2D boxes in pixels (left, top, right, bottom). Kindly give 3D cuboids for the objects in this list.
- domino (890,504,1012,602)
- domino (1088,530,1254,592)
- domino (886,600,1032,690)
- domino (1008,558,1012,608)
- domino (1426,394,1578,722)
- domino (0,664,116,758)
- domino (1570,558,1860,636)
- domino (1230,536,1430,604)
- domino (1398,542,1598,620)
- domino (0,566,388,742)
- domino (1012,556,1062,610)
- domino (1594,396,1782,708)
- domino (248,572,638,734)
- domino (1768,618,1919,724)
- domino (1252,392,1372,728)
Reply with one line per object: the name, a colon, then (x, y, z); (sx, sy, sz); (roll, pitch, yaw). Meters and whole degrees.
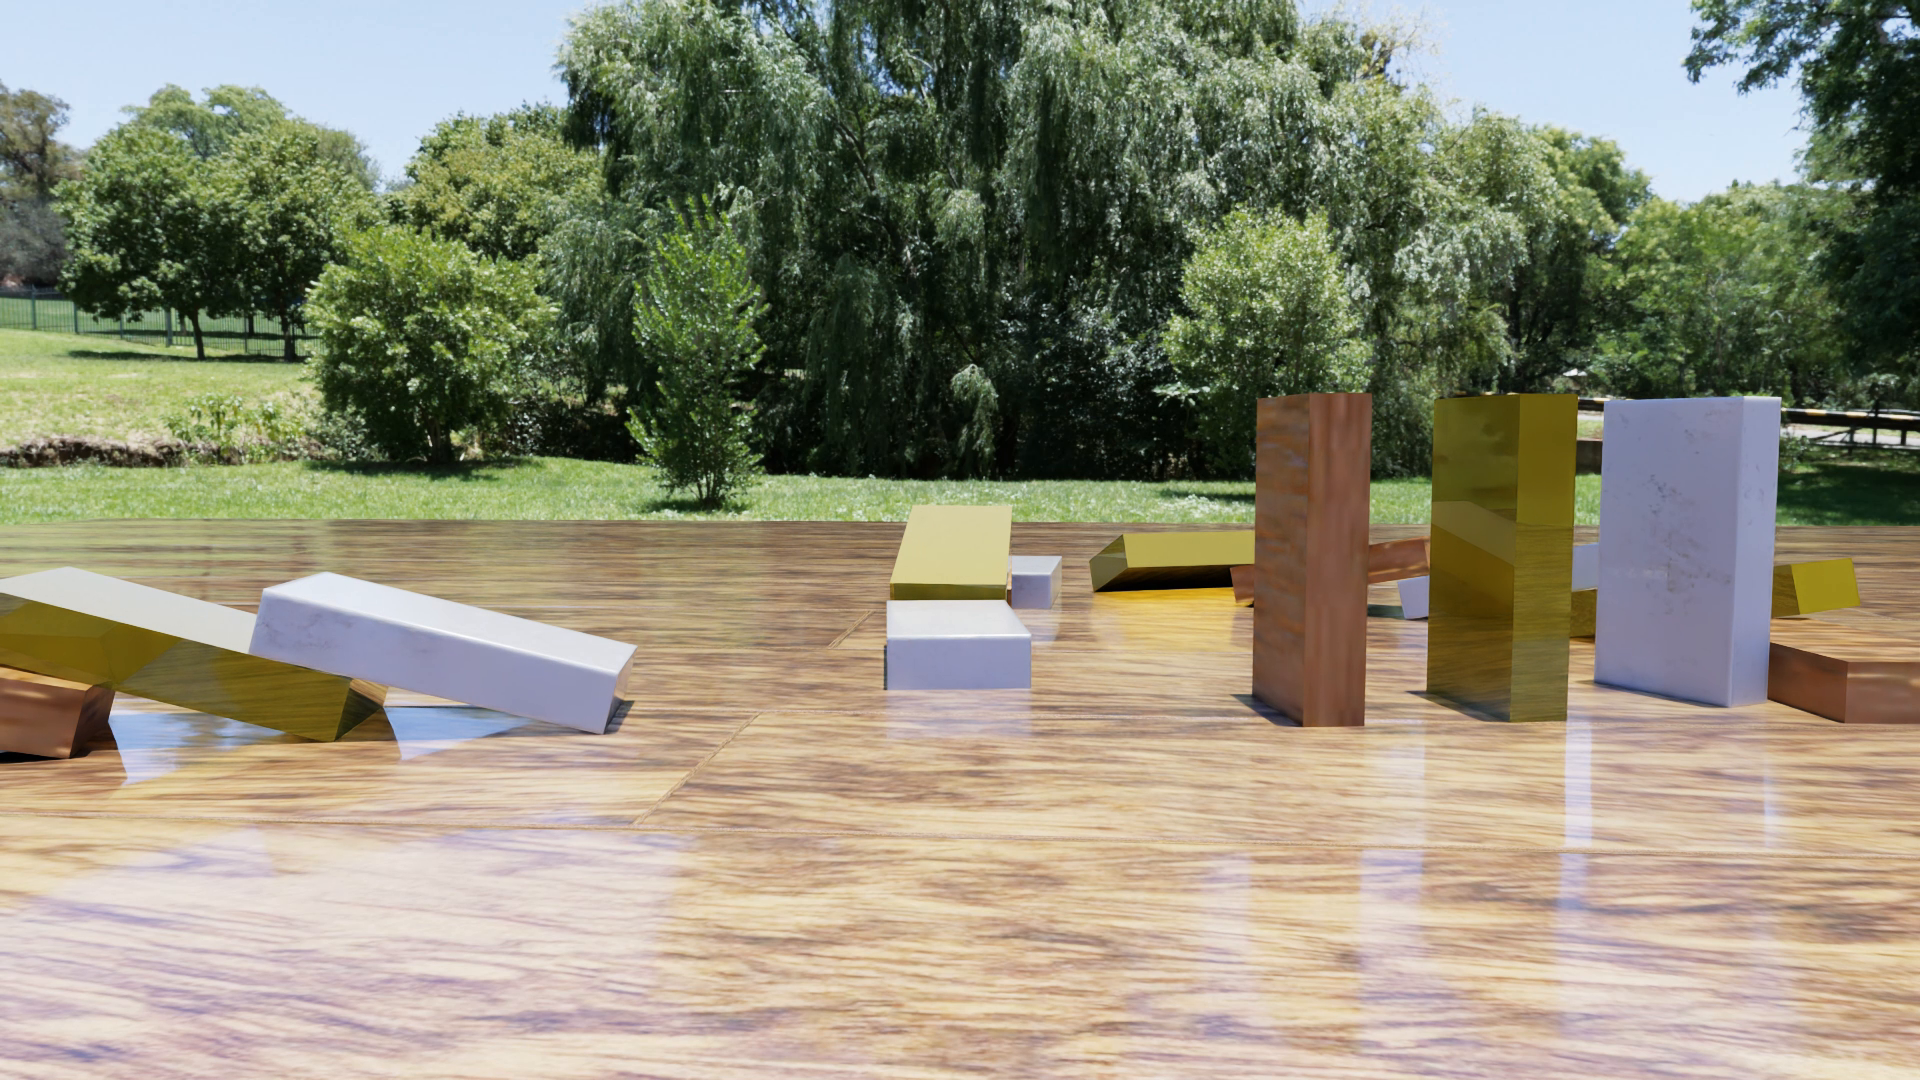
domino: (-0.001, 0.005, 0.300); (0.025, 0.010, 0.050); (1, 21, 4)
domino: (0.065, 0.006, 0.365); (0.050, 0.010, 0.025); (-1, -17, -17)
domino: (-0.002, 0.019, 0.247); (0.025, 0.010, 0.050); (0, 4, -3)
domino: (0.000, 0.007, 0.321); (0.025, 0.010, 0.050); (0, 21, 2)
domino: (0.087, 0.002, 0.207); (0.009, 0.050, 0.025); (-1, 4, -9)
domino: (-0.147, 0.019, 0.175); (0.050, 0.010, 0.025); (14, -2, -24)
domino: (0.153, 0.013, 0.268); (0.025, 0.009, 0.050); (-3, -7, -33)
domino: (0.099, 0.007, 0.332); (0.050, 0.009, 0.025); (-11, -5, 34)
domino: (0.133, 0.009, 0.302); (0.025, 0.009, 0.050); (-4, -9, -45)
domino: (-0.114, 0.017, 0.191); (0.050, 0.010, 0.025); (16, 2, -10)
domino: (0.014, 0.011, 0.355); (0.025, 0.010, 0.050); (1, 4, 8)
domino: (0.123, 0.001, 0.218); (0.009, 0.050, 0.025); (-2, 5, -26)
domino: (-0.077, 0.017, 0.196); (0.050, 0.009, 0.025); (15, 2, -9)
domino: (0.148, 0.021, 0.220); (0.025, 0.009, 0.050); (0, 4, 1)
domino: (0.055, 0.002, 0.204); (0.009, 0.050, 0.025); (0, 4, -5)
